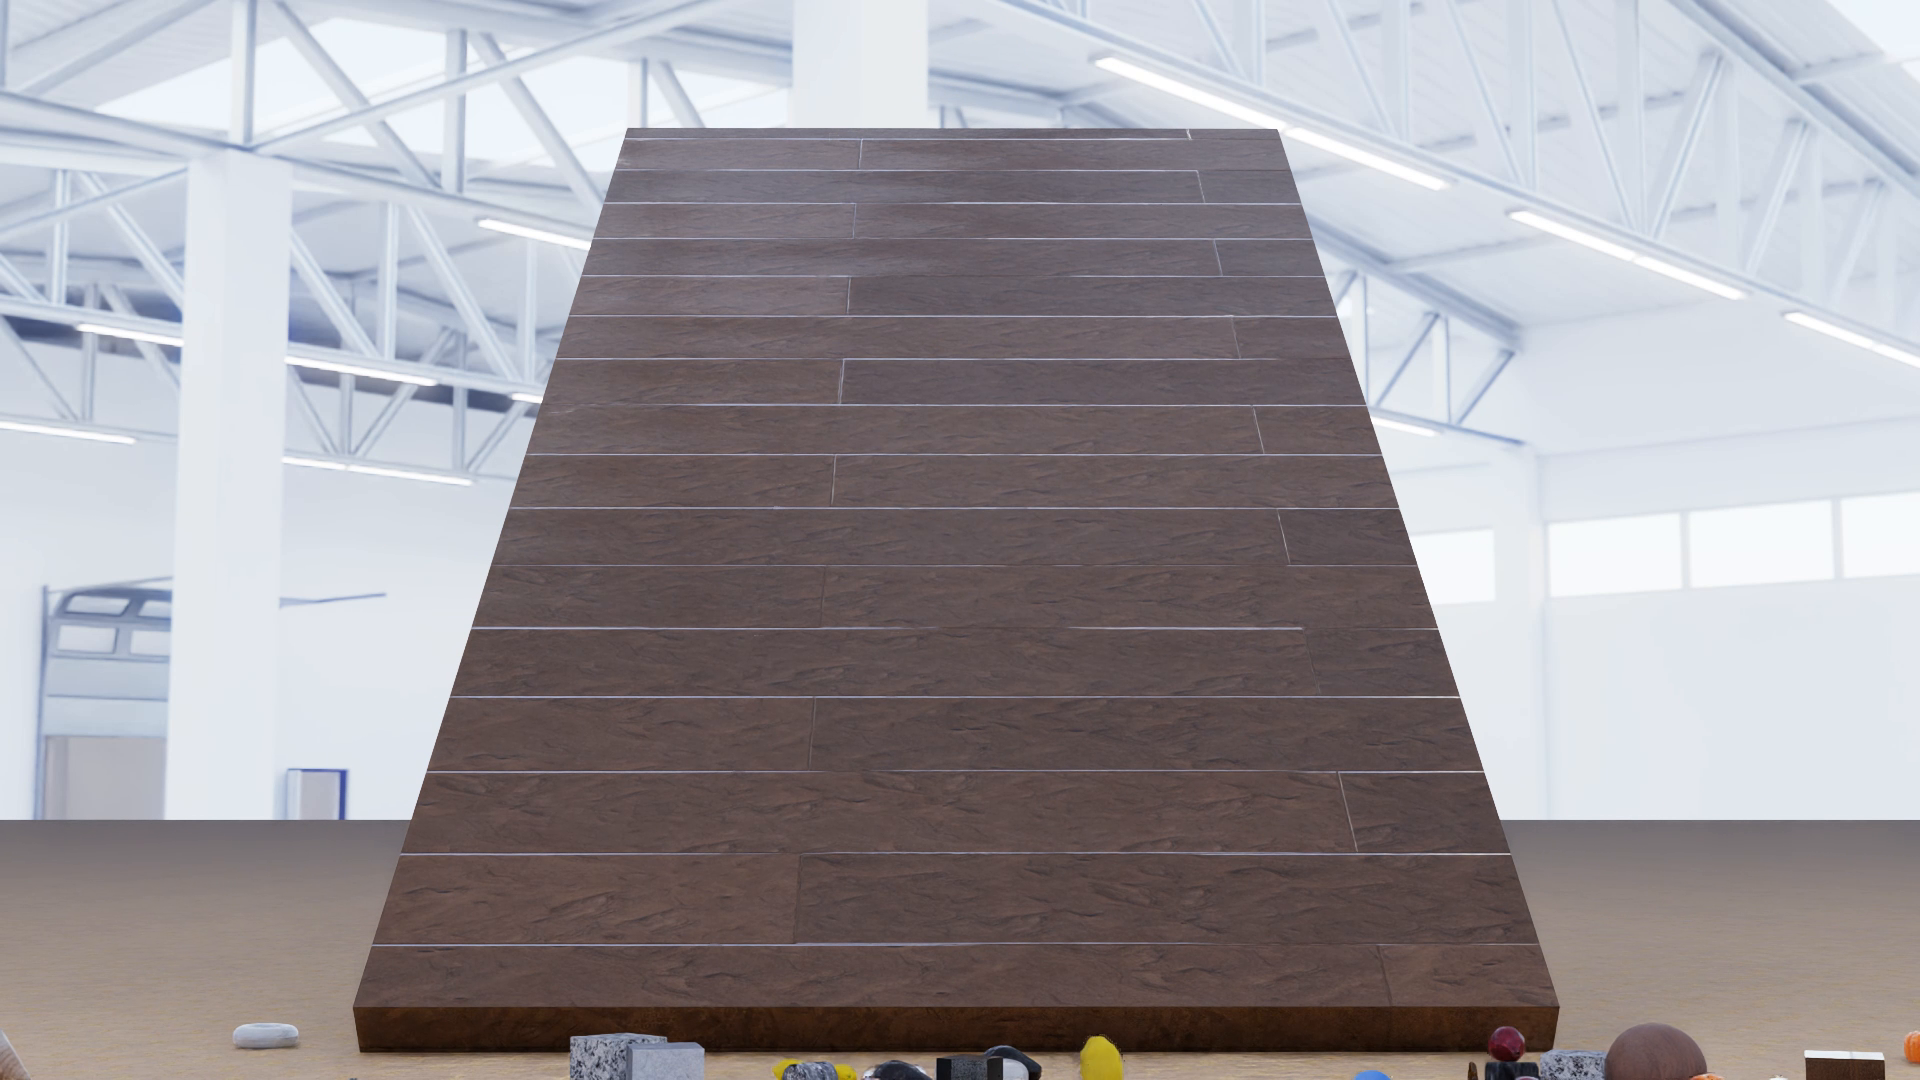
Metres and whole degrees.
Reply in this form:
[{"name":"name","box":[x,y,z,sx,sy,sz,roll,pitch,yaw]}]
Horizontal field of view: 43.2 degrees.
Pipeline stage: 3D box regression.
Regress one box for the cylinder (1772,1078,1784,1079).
[{"name":"cylinder","box":[1.045,0.719,3.090,0.060,0.060,0.060,-2,-7,17]}]

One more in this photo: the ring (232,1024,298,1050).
[{"name":"ring","box":[-1.191,0.851,4.161,0.110,0.037,0.110,1,-6,0]}]

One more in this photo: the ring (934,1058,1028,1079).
[{"name":"ring","box":[0.031,0.771,3.490,0.137,0.046,0.137,1,-8,0]}]

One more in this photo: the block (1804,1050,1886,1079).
[{"name":"block","box":[1.122,0.700,3.075,0.093,0.093,0.093,-2,-7,19]}]

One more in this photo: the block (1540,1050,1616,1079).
[{"name":"block","box":[0.818,0.721,3.207,0.083,0.083,0.083,-3,-7,25]}]

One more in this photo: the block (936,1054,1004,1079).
[{"name":"block","box":[0.014,0.741,3.315,0.066,0.066,0.066,-4,-8,33]}]

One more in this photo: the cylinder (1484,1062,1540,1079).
[{"name":"cylinder","box":[0.741,0.734,3.252,0.065,0.065,0.065,-1,-6,5]}]

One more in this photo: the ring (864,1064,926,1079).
[{"name":"ring","box":[-0.096,0.786,3.554,0.092,0.031,0.092,-1,-7,0]}]

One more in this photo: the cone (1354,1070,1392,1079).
[{"name":"cone","box":[0.557,0.758,3.286,0.060,0.060,0.060,0,-39,-1]}]

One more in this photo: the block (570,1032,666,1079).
[{"name":"block","box":[-0.467,0.727,3.314,0.094,0.094,0.094,6,-9,-43]}]

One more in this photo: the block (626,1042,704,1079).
[{"name":"block","box":[-0.389,0.714,3.192,0.093,0.093,0.093,1,-7,-13]}]

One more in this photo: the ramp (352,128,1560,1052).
[{"name":"ramp","box":[-0.014,-0.204,5.764,2.000,0.100,4.000,0,31,0]}]

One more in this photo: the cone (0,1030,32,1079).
[{"name":"cone","box":[-1.389,0.779,3.545,0.095,0.095,0.095,26,-3,8]}]
